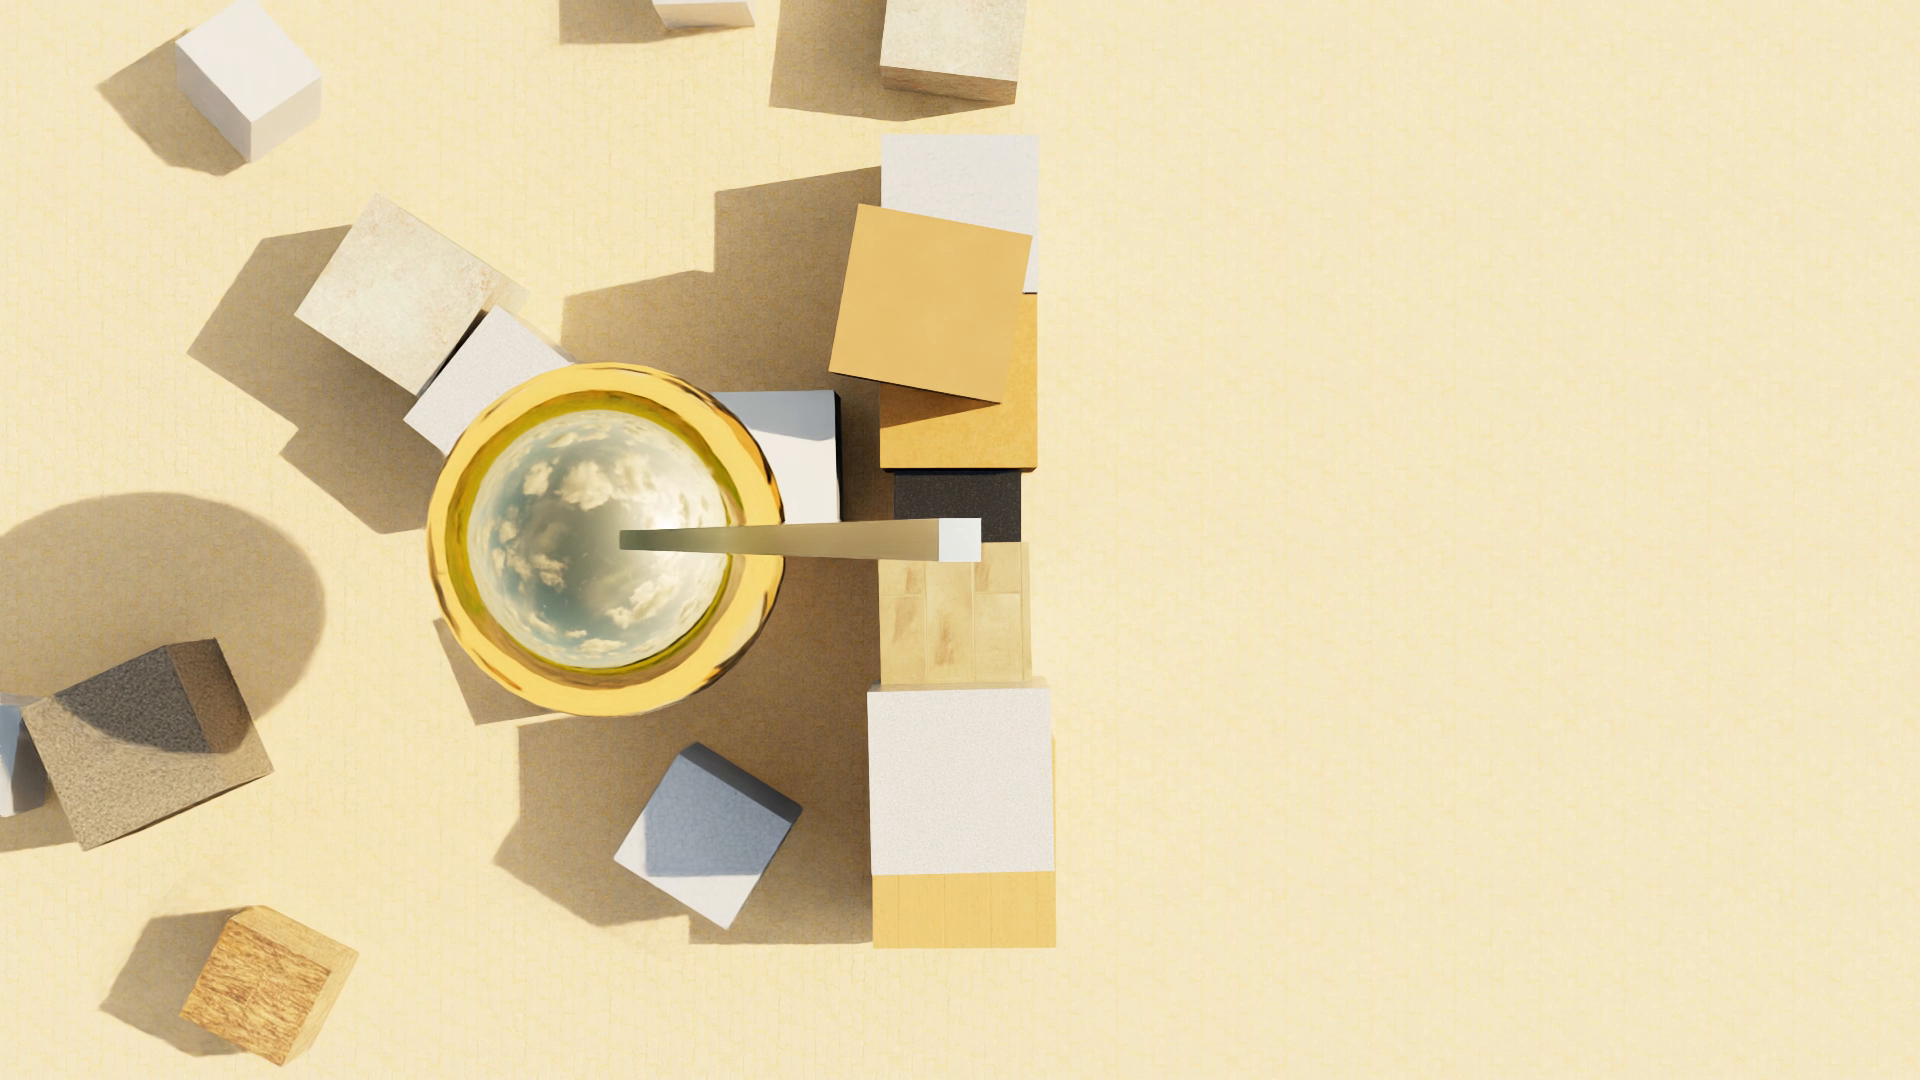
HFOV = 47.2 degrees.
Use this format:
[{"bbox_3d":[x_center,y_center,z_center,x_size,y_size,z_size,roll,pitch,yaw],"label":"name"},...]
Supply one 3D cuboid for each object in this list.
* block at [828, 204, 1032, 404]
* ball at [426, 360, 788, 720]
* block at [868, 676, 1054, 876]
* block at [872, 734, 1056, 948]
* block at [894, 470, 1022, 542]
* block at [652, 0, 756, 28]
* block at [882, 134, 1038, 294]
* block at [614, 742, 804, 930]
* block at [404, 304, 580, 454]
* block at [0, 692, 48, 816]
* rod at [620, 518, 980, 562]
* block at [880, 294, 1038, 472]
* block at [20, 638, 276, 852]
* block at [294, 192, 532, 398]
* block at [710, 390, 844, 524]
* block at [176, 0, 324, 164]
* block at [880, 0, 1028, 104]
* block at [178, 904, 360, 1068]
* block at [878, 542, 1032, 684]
[{"bbox_3d":[-0.151,-1.235,11.672,0.909,0.726,0.873,10,93,0],"label":"block"},{"bbox_3d":[-1.574,0.000,9.858,1.600,1.600,1.600,0,90,0],"label":"ball"},{"bbox_3d":[0.005,1.204,11.445,0.911,0.967,0.913,-1,90,0],"label":"block"},{"bbox_3d":[0.023,1.650,12.464,0.994,1.071,1.131,0,90,0],"label":"block"},{"bbox_3d":[-0.013,-0.043,12.643,0.713,0.714,0.690,0,90,0],"label":"block"},{"bbox_3d":[-1.479,-3.313,12.703,0.527,0.594,0.567,-2,90,0],"label":"block"},{"bbox_3d":[-0.001,-1.788,12.515,0.859,0.970,0.861,0,90,0],"label":"block"},{"bbox_3d":[-1.421,1.676,12.588,0.742,0.809,0.689,32,90,1],"label":"block"},{"bbox_3d":[-2.504,-0.738,12.540,0.768,0.920,0.815,39,90,0],"label":"block"},{"bbox_3d":[-5.683,1.214,12.744,0.631,0.511,0.633,9,90,0],"label":"block"},{"bbox_3d":[-0.682,0.000,6.577,0.080,5.200,0.080,0,90,-15],"label":"rod"},{"bbox_3d":[-0.006,-0.872,12.530,0.863,0.940,0.948,0,90,0],"label":"block"},{"bbox_3d":[-4.624,1.153,12.578,0.879,0.843,0.865,-24,90,0],"label":"block"},{"bbox_3d":[-3.106,-1.352,12.577,0.839,0.847,0.816,33,90,0],"label":"block"},{"bbox_3d":[-1.080,-0.451,12.646,0.768,0.708,0.761,-1,90,0],"label":"block"},{"bbox_3d":[-4.085,-2.644,12.649,0.624,0.539,0.512,47,66,0],"label":"block"},{"bbox_3d":[-0.015,-3.026,12.677,0.780,0.646,0.813,7,90,0],"label":"block"},{"bbox_3d":[-3.962,2.555,12.663,0.645,0.647,0.607,27,87,0],"label":"block"},{"bbox_3d":[-0.026,0.383,11.841,0.790,0.669,0.729,-1,90,0],"label":"block"}]
